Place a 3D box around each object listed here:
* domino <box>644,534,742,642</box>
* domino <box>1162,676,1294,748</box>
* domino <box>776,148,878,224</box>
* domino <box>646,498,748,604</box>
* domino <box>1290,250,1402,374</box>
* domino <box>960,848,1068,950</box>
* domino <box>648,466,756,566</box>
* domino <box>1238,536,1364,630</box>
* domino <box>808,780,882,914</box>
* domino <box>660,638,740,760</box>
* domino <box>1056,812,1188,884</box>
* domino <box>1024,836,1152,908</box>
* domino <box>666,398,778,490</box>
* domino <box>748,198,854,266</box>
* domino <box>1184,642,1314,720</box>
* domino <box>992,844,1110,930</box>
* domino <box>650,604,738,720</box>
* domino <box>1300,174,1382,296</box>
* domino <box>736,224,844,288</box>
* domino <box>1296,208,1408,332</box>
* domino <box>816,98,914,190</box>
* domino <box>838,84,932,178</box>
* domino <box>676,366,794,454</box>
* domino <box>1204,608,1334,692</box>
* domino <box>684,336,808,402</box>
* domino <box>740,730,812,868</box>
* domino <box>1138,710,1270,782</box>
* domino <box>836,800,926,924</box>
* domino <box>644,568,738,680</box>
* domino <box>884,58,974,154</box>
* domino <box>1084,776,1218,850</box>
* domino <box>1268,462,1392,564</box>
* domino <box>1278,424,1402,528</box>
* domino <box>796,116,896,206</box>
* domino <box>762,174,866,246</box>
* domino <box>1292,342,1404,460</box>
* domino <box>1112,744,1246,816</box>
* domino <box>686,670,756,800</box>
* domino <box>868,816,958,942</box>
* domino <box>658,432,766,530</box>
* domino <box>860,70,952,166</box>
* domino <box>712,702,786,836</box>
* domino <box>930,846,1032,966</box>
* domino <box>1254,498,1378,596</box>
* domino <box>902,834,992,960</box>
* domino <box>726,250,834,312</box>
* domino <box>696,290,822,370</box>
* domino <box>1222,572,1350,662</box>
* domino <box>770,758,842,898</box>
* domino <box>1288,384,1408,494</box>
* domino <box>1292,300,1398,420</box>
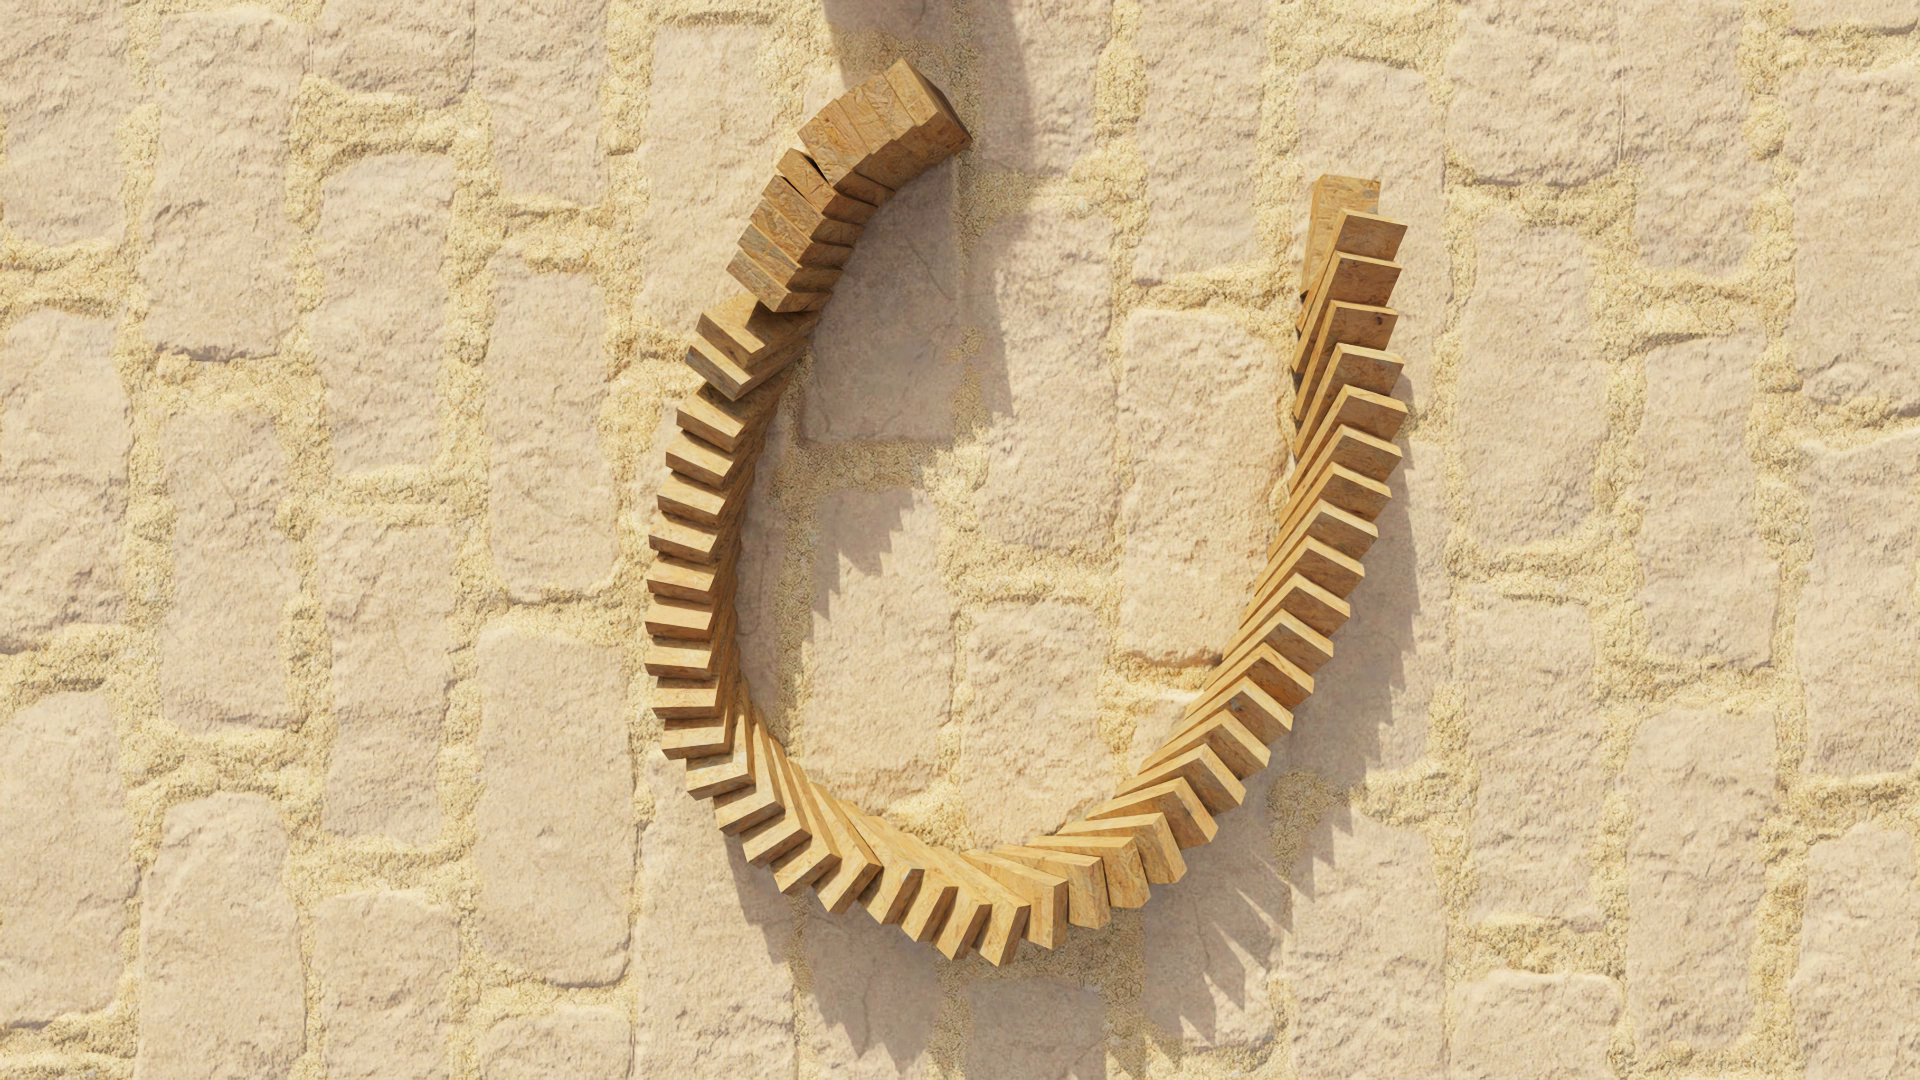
[{"bbox_3d":[-0.110,0.018,0.380,0.025,0.010,0.050,8,50,0],"label":"domino"},{"bbox_3d":[0.110,0.080,0.381,0.025,0.009,0.050,40,128,0],"label":"domino"},{"bbox_3d":[-0.053,-0.144,0.375,0.025,0.050,0.010,46,110,0],"label":"domino"},{"bbox_3d":[-0.108,0.002,0.380,0.025,0.010,0.050,11,50,0],"label":"domino"},{"bbox_3d":[0.160,-0.092,0.382,0.025,0.009,0.050,10,124,-2],"label":"domino"},{"bbox_3d":[0.021,0.148,0.380,0.050,0.010,0.025,2,90,42],"label":"domino"},{"bbox_3d":[-0.106,-0.014,0.380,0.025,0.010,0.050,17,51,0],"label":"domino"},{"bbox_3d":[0.141,0.024,0.381,0.025,0.010,0.050,27,128,0],"label":"domino"},{"bbox_3d":[-0.056,0.126,0.380,0.025,0.009,0.050,-51,48,0],"label":"domino"},{"bbox_3d":[-0.107,0.065,0.380,0.025,0.010,0.050,-6,49,1],"label":"domino"},{"bbox_3d":[0.066,0.129,0.380,0.050,0.010,0.025,-23,90,42],"label":"domino"},{"bbox_3d":[0.052,0.137,0.380,0.050,0.009,0.025,-16,90,41],"label":"domino"},{"bbox_3d":[-0.098,-0.045,0.381,0.025,0.010,0.050,24,51,0],"label":"domino"},{"bbox_3d":[-0.064,-0.125,0.375,0.025,0.050,0.009,42,110,0],"label":"domino"},{"bbox_3d":[0.119,0.067,0.381,0.025,0.009,0.050,36,128,0],"label":"domino"},{"bbox_3d":[0.037,0.143,0.380,0.050,0.009,0.025,-9,90,42],"label":"domino"},{"bbox_3d":[-0.109,0.050,0.380,0.025,0.010,0.050,-1,50,1],"label":"domino"},{"bbox_3d":[0.164,-0.130,0.395,0.025,0.010,0.050,8,90,0],"label":"domino"},{"bbox_3d":[-0.068,-0.116,0.375,0.025,0.050,0.010,42,110,0],"label":"domino"},{"bbox_3d":[0.162,-0.109,0.382,0.025,0.010,0.050,10,124,-2],"label":"domino"},{"bbox_3d":[-0.038,-0.161,0.375,0.010,0.050,0.025,-33,90,20],"label":"domino"},{"bbox_3d":[-0.029,-0.166,0.375,0.009,0.050,0.025,-33,90,20],"label":"domino"},{"bbox_3d":[-0.093,-0.060,0.380,0.025,0.010,0.050,27,50,0],"label":"domino"},{"bbox_3d":[0.127,0.053,0.381,0.025,0.010,0.050,34,128,0],"label":"domino"},{"bbox_3d":[-0.087,-0.078,0.378,0.025,0.050,0.010,39,130,0],"label":"domino"},{"bbox_3d":[-0.081,0.107,0.380,0.025,0.010,0.050,-32,49,0],"label":"domino"},{"bbox_3d":[0.101,0.093,0.381,0.025,0.010,0.050,44,129,0],"label":"domino"},{"bbox_3d":[-0.039,0.133,0.380,0.050,0.009,0.025,28,90,40],"label":"domino"},{"bbox_3d":[-0.110,0.033,0.380,0.025,0.009,0.050,5,50,1],"label":"domino"},{"bbox_3d":[-0.012,-0.176,0.375,0.010,0.050,0.025,-33,90,20],"label":"domino"},{"bbox_3d":[0.079,0.117,0.380,0.050,0.009,0.025,-35,90,42],"label":"domino"},{"bbox_3d":[0.152,-0.006,0.381,0.025,0.009,0.050,23,128,0],"label":"domino"},{"bbox_3d":[0.157,-0.022,0.381,0.025,0.009,0.050,21,128,-1],"label":"domino"},{"bbox_3d":[-0.045,-0.154,0.375,0.009,0.050,0.025,-33,90,20],"label":"domino"},{"bbox_3d":[-0.059,-0.134,0.375,0.025,0.050,0.010,42,110,0],"label":"domino"},{"bbox_3d":[0.161,-0.055,0.382,0.025,0.010,0.050,11,126,0],"label":"domino"},{"bbox_3d":[0.090,0.106,0.380,0.025,0.010,0.050,49,129,0],"label":"domino"},{"bbox_3d":[-0.100,0.080,0.380,0.025,0.009,0.050,-16,49,0],"label":"domino"},{"bbox_3d":[-0.026,0.140,0.380,0.050,0.010,0.025,28,91,40],"label":"domino"},{"bbox_3d":[-0.102,-0.029,0.381,0.025,0.010,0.050,19,51,0],"label":"domino"},{"bbox_3d":[-0.021,-0.171,0.375,0.010,0.050,0.025,-33,90,20],"label":"domino"},{"bbox_3d":[-0.091,0.094,0.380,0.025,0.010,0.050,-26,49,0],"label":"domino"},{"bbox_3d":[0.004,0.151,0.380,0.050,0.010,0.025,19,92,41],"label":"domino"},{"bbox_3d":[0.147,0.009,0.381,0.025,0.009,0.050,25,128,0],"label":"domino"},{"bbox_3d":[-0.012,0.147,0.380,0.050,0.009,0.025,28,92,40],"label":"domino"},{"bbox_3d":[-0.073,-0.106,0.375,0.025,0.050,0.010,41,110,0],"label":"domino"},{"bbox_3d":[-0.082,-0.090,0.378,0.025,0.050,0.010,40,130,1],"label":"domino"},{"bbox_3d":[0.135,0.039,0.381,0.025,0.009,0.050,31,128,0],"label":"domino"},{"bbox_3d":[-0.070,0.118,0.380,0.025,0.010,0.050,-39,48,1],"label":"domino"},{"bbox_3d":[0.160,-0.038,0.381,0.025,0.009,0.050,17,128,-1],"label":"domino"},{"bbox_3d":[0.160,-0.073,0.383,0.025,0.009,0.050,8,123,0],"label":"domino"}]
